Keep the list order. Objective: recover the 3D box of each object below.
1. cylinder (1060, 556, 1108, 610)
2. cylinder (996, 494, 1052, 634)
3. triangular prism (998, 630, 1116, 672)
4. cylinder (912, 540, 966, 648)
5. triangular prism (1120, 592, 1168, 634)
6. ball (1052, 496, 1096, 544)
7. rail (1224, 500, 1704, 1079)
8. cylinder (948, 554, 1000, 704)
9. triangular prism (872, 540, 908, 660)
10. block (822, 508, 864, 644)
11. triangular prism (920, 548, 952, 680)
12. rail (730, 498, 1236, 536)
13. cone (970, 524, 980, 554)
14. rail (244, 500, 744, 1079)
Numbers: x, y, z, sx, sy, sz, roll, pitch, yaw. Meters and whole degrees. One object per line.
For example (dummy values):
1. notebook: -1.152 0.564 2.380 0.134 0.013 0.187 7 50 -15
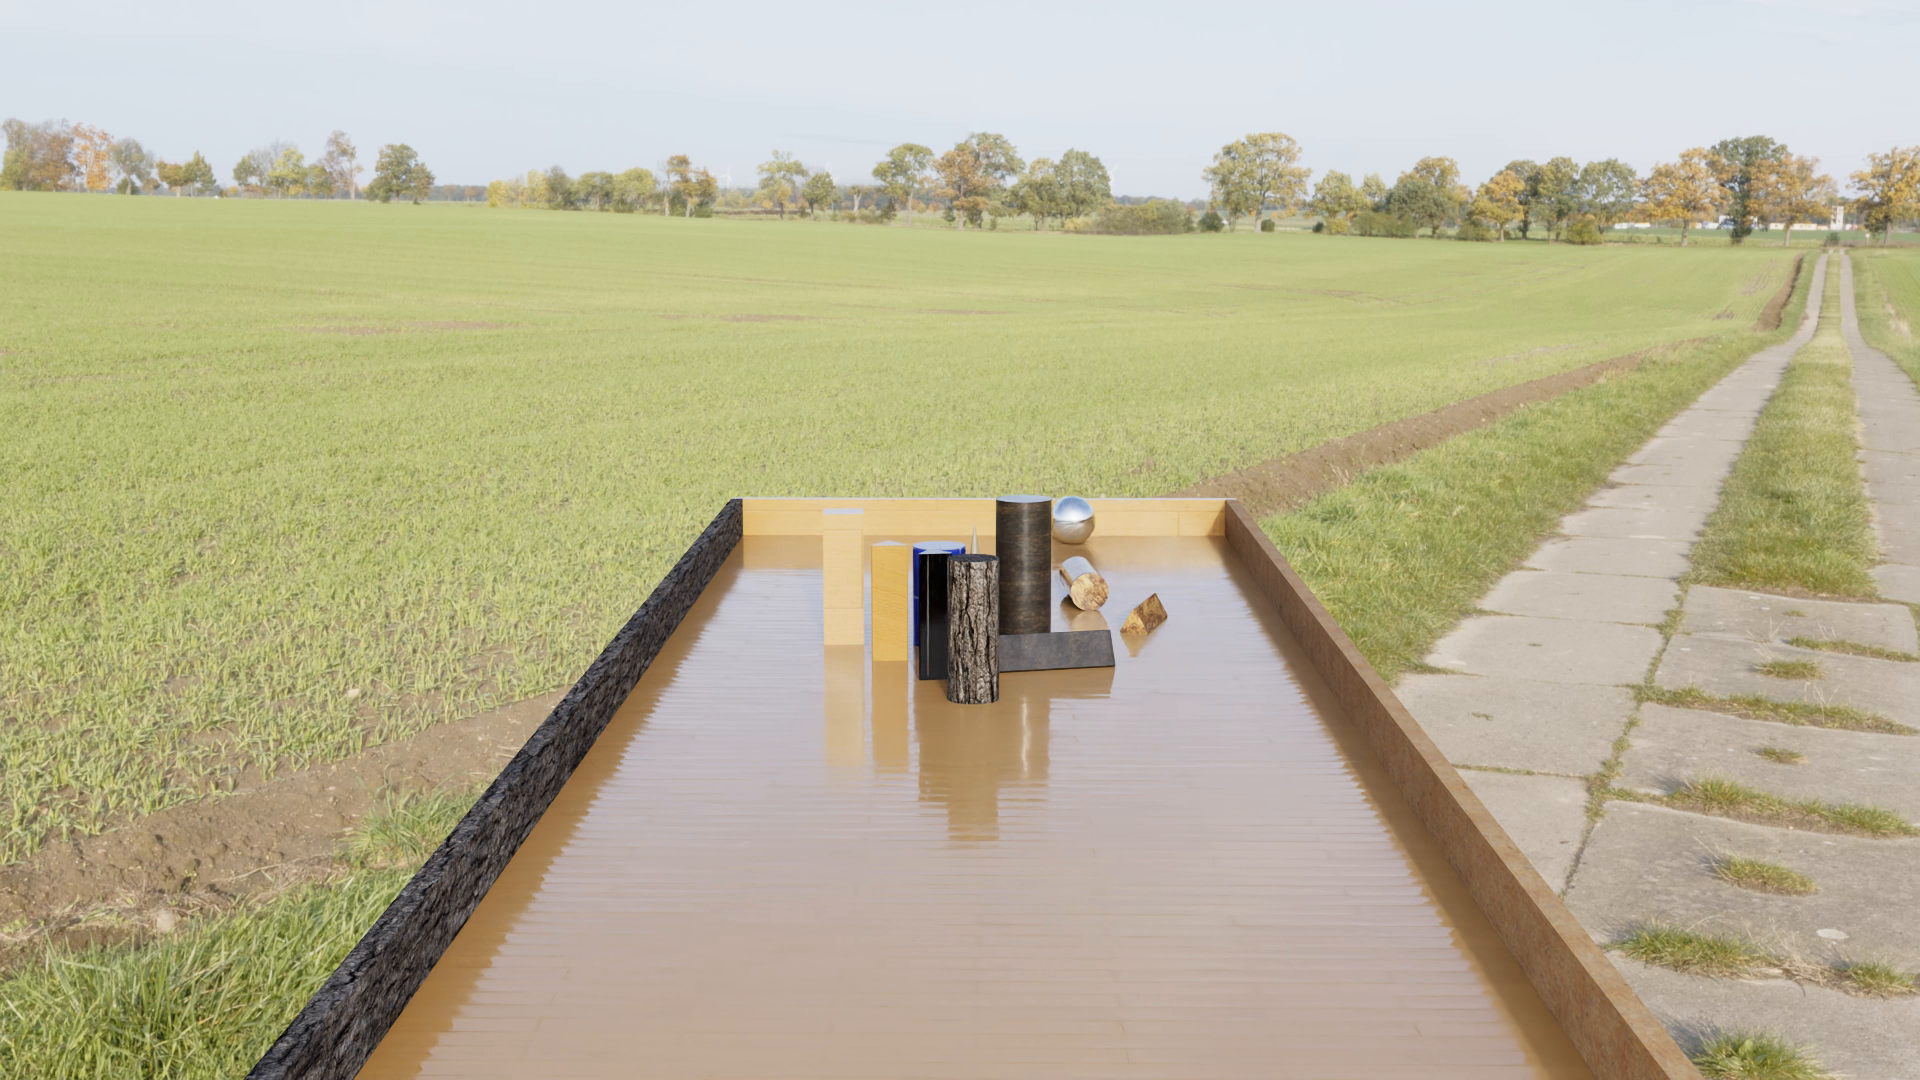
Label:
1. cylinder: 0.429 0.150 7.652 0.130 0.130 0.354 -1 9 -4
2. cylinder: 0.200 0.095 6.948 0.177 0.457 0.177 0 9 0
3. triangular prism: 0.253 0.328 6.602 0.413 0.101 0.116 -2 10 -14
4. cylinder: -0.065 0.172 6.916 0.167 0.316 0.167 0 9 0
5. triangular prism: 0.607 0.237 7.247 0.091 0.079 0.312 2 9 17
6. ball: 0.453 -0.082 8.905 0.196 0.196 0.196 0 9 0
7. rail: 1.046 0.843 3.208 0.050 0.150 12.000 0 9 1
8. cylinder: 0.037 0.248 6.160 0.145 0.401 0.145 0 9 0
9. triangular prism: -0.215 0.184 6.713 0.109 0.355 0.094 0 9 -2
10. block: -0.368 0.114 6.962 0.127 0.415 0.127 0 9 -2
11. triangular prism: -0.078 0.217 6.444 0.097 0.374 0.084 -2 9 -11
12. rail: 0.099 -0.098 9.147 2.100 0.150 0.050 0 9 1
13. cone: 0.044 0.153 6.686 0.123 0.425 0.123 0 9 0
14. rail: -1.004 0.839 3.234 0.050 0.150 12.000 0 9 1
